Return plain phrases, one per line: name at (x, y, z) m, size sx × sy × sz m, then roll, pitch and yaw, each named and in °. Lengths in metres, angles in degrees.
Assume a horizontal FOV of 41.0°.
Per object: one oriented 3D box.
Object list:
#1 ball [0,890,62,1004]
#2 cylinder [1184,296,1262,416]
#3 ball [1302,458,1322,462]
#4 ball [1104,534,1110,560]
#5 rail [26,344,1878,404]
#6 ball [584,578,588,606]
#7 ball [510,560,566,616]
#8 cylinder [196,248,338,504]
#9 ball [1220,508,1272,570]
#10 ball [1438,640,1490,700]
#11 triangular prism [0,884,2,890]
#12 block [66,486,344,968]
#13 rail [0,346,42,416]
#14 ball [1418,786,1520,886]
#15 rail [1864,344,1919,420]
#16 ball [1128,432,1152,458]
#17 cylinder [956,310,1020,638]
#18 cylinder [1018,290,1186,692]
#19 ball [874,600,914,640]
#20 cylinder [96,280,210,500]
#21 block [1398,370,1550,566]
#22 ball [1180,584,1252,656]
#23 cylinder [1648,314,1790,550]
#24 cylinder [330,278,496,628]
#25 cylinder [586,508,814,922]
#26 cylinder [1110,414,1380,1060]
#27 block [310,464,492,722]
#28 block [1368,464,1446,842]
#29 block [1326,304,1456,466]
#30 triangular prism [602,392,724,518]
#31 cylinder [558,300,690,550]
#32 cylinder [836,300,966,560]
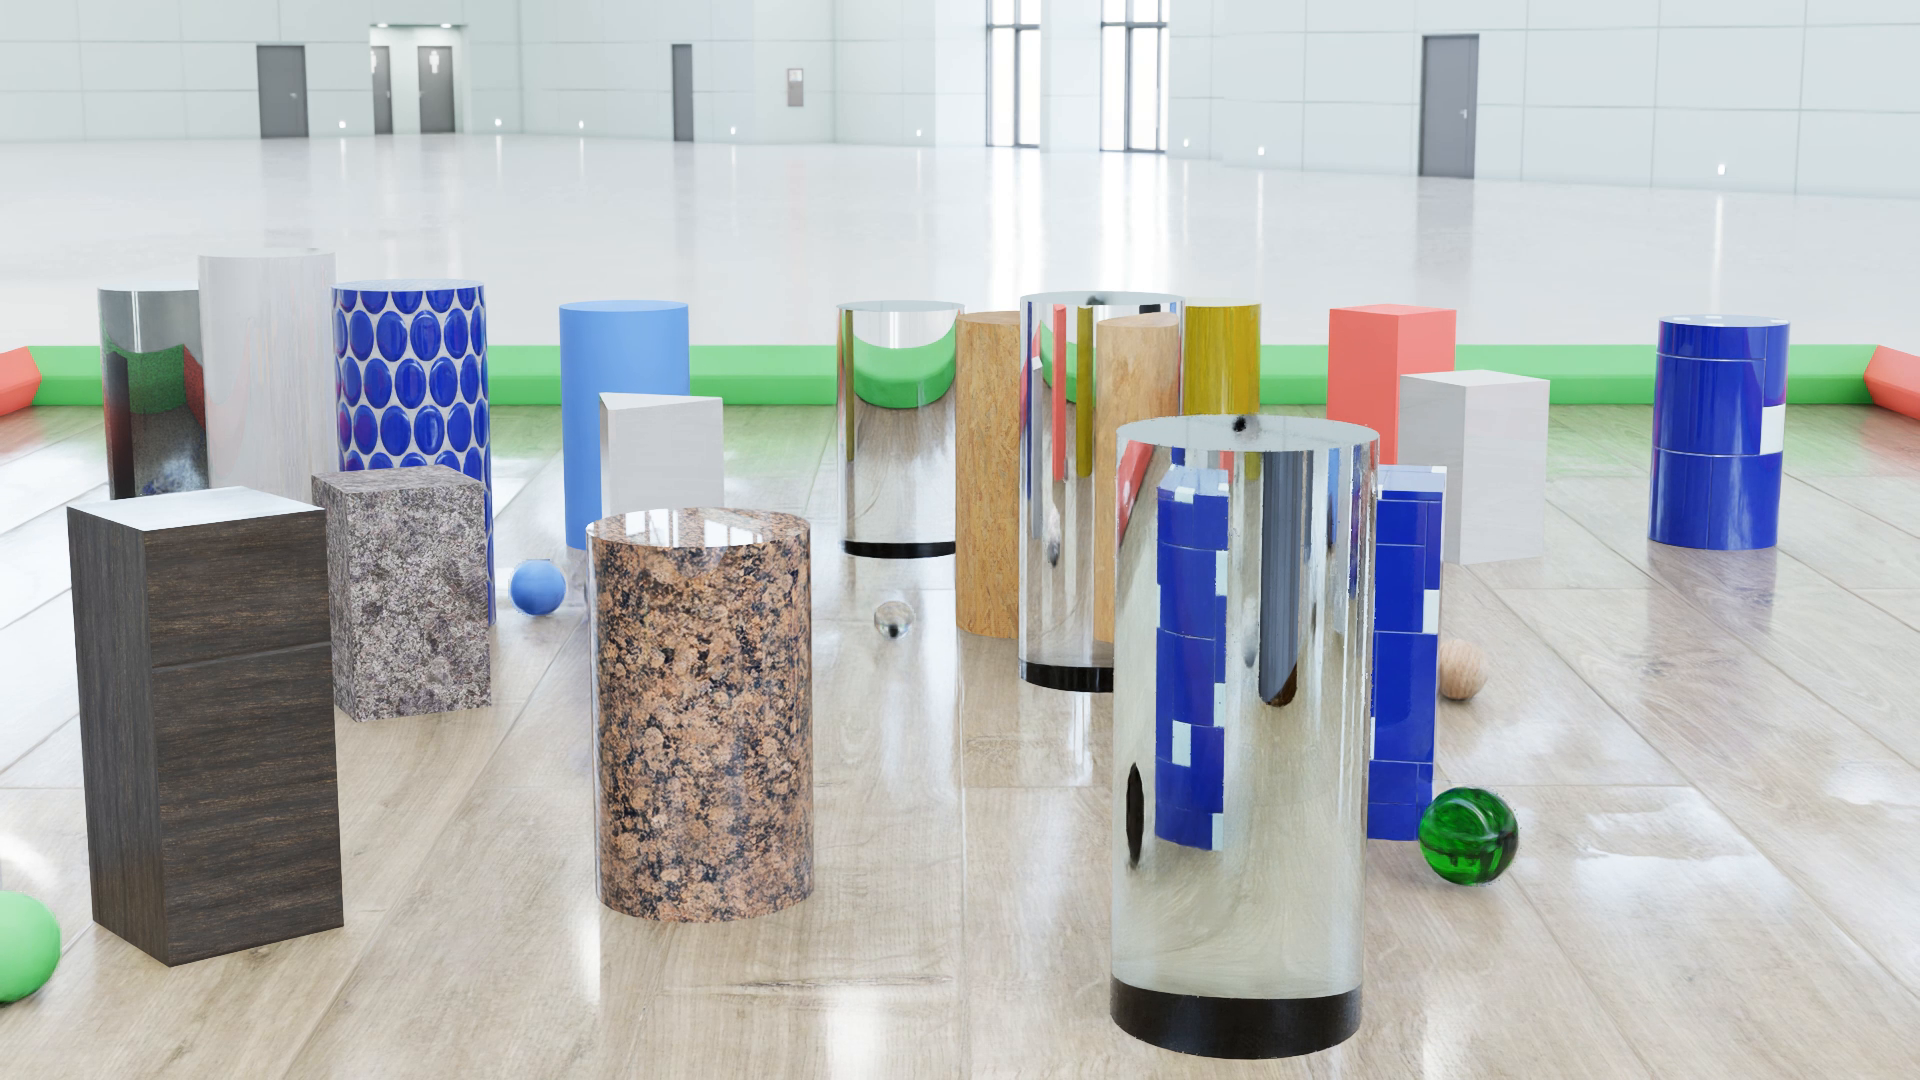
ball at (-0.752, 0.320, 2.015) m, size 0.088 × 0.088 × 0.088 m, roll 0°, pitch 11°, yaw 0°
cylinder at (0.450, -0.284, 4.684) m, size 0.196 × 0.302 × 0.196 m, roll 0°, pitch 11°, yaw 0°
ball at (0.615, -0.120, 4.490) m, size 0.050 × 0.050 × 0.050 m, roll 0°, pitch 11°, yaw 0°
ball at (0.193, 0.011, 3.770) m, size 0.055 × 0.055 × 0.055 m, roll 0°, pitch 11°, yaw 0°
rail at (-0.012, -0.354, 5.534) m, size 4.006 × 0.127 × 0.045 m, roll 0°, pitch 11°, yaw 0°
ball at (-0.460, 0.069, 3.393) m, size 0.076 × 0.076 × 0.076 m, roll 0°, pitch 11°, yaw 0°
ball at (-0.564, 0.064, 3.429) m, size 0.074 × 0.074 × 0.074 m, roll 0°, pitch 11°, yaw 0°
cylinder at (-0.996, -0.187, 3.729) m, size 0.196 × 0.460 × 0.196 m, roll 0°, pitch 11°, yaw 0°
ball at (0.426, -0.002, 3.742) m, size 0.091 × 0.091 × 0.091 m, roll 0°, pitch 11°, yaw 0°
ball at (0.578, 0.150, 2.975) m, size 0.070 × 0.070 × 0.070 m, roll 0°, pitch 11°, yaw 0°
triangular prism at (-0.961, 0.137, 2.279) m, size 0.169 × 0.350 × 0.147 m, roll -5°, pitch 12°, yaw -26°
block at (-0.637, 0.151, 2.171) m, size 0.156 × 0.363 × 0.156 m, roll -9°, pitch 14°, yaw -40°
rail at (-1.979, 0.035, 3.438) m, size 0.045 × 0.127 × 4.290 m, roll 0°, pitch 11°, yaw 0°
ball at (0.457, 0.265, 2.303) m, size 0.090 × 0.090 × 0.090 m, roll 0°, pitch 11°, yaw 0°
rail at (1.979, 0.031, 3.460) m, size 0.045 × 0.127 × 4.290 m, roll 0°, pitch 11°, yaw 0°
ball at (0.338, -0.178, 4.809) m, size 0.046 × 0.046 × 0.046 m, roll 0°, pitch 11°, yaw 0°
cylinder at (0.092, -0.089, 3.352) m, size 0.196 × 0.404 × 0.196 m, roll 0°, pitch 11°, yaw 0°
cylinder at (0.168, -0.062, 3.066) m, size 0.196 × 0.455 × 0.196 m, roll 0°, pitch 11°, yaw 0°
ball at (-0.085, 0.102, 3.286) m, size 0.051 × 0.051 × 0.051 m, roll 0°, pitch 11°, yaw 0°
cylinder at (-1.204, -0.190, 3.918) m, size 0.196 × 0.396 × 0.196 m, roll 0°, pitch 11°, yaw 0°
block at (0.769, -0.112, 3.858) m, size 0.156 × 0.265 × 0.156 m, roll -5°, pitch 12°, yaw -27°
ball at (0.311, 0.098, 3.121) m, size 0.088 × 0.088 × 0.088 m, roll 0°, pitch 11°, yaw 0°
cylinder at (1.169, -0.169, 3.959) m, size 0.196 × 0.340 × 0.196 m, roll 0°, pitch 11°, yaw 0°
cylinder at (-0.711, -0.110, 3.348) m, size 0.196 × 0.446 × 0.196 m, roll 0°, pitch 11°, yaw 0°
cylinder at (-0.228, 0.150, 2.271) m, size 0.196 × 0.329 × 0.196 m, roll 0°, pitch 11°, yaw 0°
cylinder at (0.214, 0.143, 1.956) m, size 0.196 × 0.456 × 0.196 m, roll 0°, pitch 11°, yaw 0°
block at (-0.644, 0.057, 2.957) m, size 0.156 × 0.260 × 0.156 m, roll -6°, pitch 12°, yaw -27°
block at (0.386, 0.104, 2.493) m, size 0.156 × 0.337 × 0.156 m, roll 2°, pitch 11°, yaw 12°
block at (0.761, -0.257, 4.537) m, size 0.156 × 0.302 × 0.156 m, roll -9°, pitch 14°, yaw -40°
triangular prism at (-0.413, -0.028, 3.278) m, size 0.169 × 0.310 × 0.147 m, roll -9°, pitch 14°, yaw -41°
cylinder at (-0.512, -0.178, 3.938) m, size 0.196 × 0.364 × 0.196 m, roll 0°, pitch 11°, yaw 0°
cylinder at (-0.089, -0.170, 3.887) m, size 0.196 × 0.368 × 0.196 m, roll 0°, pitch 11°, yaw 0°
